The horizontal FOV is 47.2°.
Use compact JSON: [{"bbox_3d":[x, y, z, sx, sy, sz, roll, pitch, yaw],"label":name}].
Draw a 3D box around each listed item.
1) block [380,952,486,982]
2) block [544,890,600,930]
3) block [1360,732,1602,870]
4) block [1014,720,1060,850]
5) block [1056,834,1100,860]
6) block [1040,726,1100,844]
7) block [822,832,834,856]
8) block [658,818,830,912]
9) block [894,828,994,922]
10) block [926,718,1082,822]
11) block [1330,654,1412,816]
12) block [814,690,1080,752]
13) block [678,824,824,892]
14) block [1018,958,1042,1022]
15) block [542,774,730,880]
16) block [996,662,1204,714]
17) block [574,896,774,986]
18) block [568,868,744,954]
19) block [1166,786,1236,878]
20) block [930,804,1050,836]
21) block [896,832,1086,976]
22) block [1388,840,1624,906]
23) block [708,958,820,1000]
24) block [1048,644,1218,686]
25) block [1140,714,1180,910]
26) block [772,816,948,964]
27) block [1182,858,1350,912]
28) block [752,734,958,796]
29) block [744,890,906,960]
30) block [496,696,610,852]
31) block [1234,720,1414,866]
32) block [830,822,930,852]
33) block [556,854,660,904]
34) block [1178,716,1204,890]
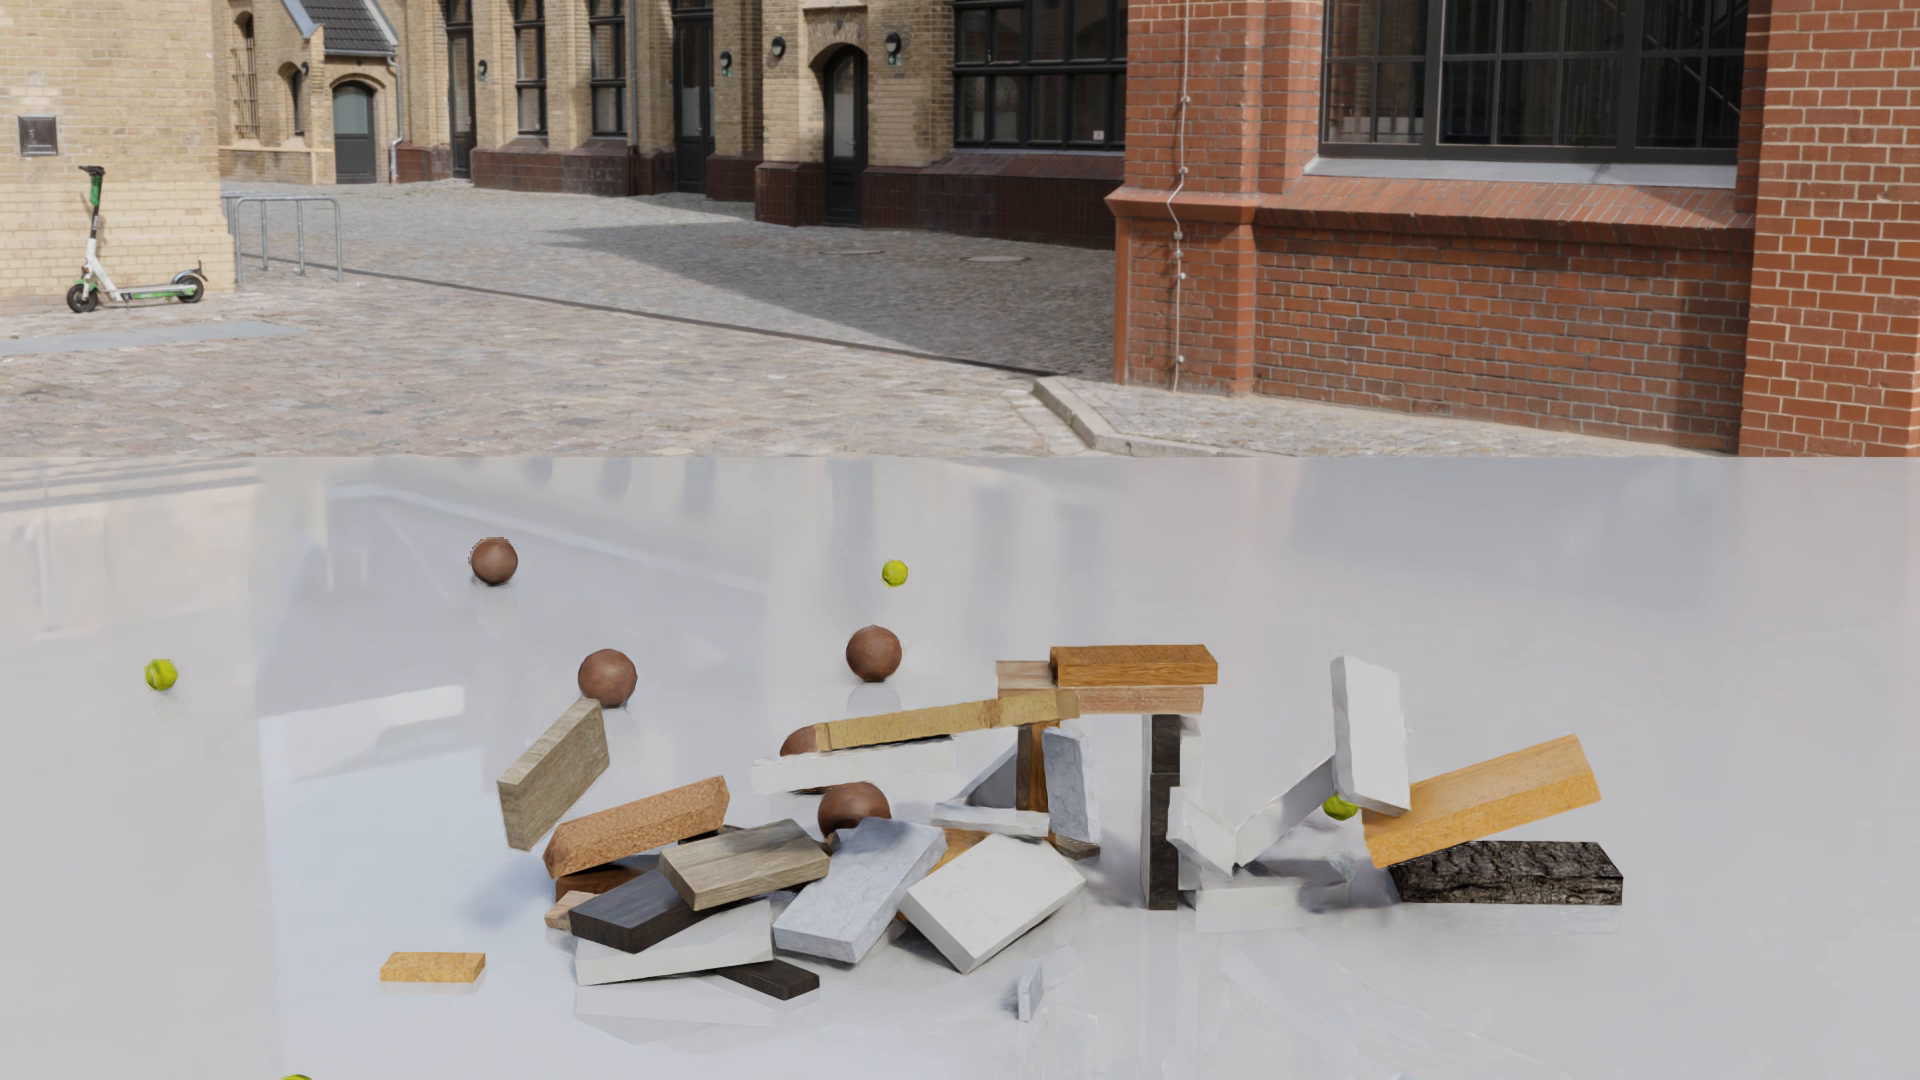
[{"bbox_3d":[-0.795,0.645,3.320,0.140,0.020,0.070,0,11,2],"label":"block"},{"bbox_3d":[-0.586,0.594,3.501,0.140,0.020,0.070,1,29,32],"label":"block"},{"bbox_3d":[0.810,0.408,3.447,0.356,0.050,0.178,-19,10,12],"label":"block"},{"bbox_3d":[0.126,0.427,3.643,0.047,0.329,0.165,1,10,-6],"label":"block"},{"bbox_3d":[0.193,0.541,3.891,0.054,0.015,0.107,-8,13,-36],"label":"block"},{"bbox_3d":[0.175,0.387,3.485,0.024,0.173,0.086,-18,18,-40],"label":"block"},{"bbox_3d":[-0.166,0.538,3.678,0.138,0.020,0.069,28,8,2],"label":"block"},{"bbox_3d":[-0.334,0.501,3.408,0.237,0.034,0.118,-10,32,-34],"label":"block"},{"bbox_3d":[-0.034,0.526,3.547,0.138,0.039,0.275,9,25,35],"label":"block"},{"bbox_3d":[0.082,0.430,3.896,0.024,0.086,0.392,6,34,46],"label":"block"},{"bbox_3d":[0.643,0.306,3.452,0.118,0.237,0.034,19,-34,-28],"label":"block"},{"bbox_3d":[-0.019,0.278,3.375,0.379,0.042,0.149,-9,-6,14],"label":"block"},{"bbox_3d":[-0.323,0.533,3.675,0.297,0.042,0.149,12,10,-8],"label":"block"},{"bbox_3d":[0.103,0.652,3.188,0.015,0.054,0.107,0,10,13],"label":"block"},{"bbox_3d":[-0.539,0.479,3.682,0.297,0.042,0.148,-17,13,4],"label":"block"},{"bbox_3d":[0.225,0.242,3.606,0.329,0.047,0.165,0,11,0],"label":"block"},{"bbox_3d":[-0.432,0.609,3.345,0.291,0.041,0.145,-7,14,-4],"label":"block"},{"bbox_3d":[-0.444,0.552,3.405,0.145,0.041,0.291,6,19,41],"label":"block"},{"bbox_3d":[0.379,0.459,3.448,0.024,0.086,0.173,-12,-34,32],"label":"block"},{"bbox_3d":[0.049,0.449,3.530,0.189,0.015,0.054,4,21,9],"label":"block"},{"bbox_3d":[0.052,0.552,3.436,0.149,0.042,0.299,42,38,19],"label":"block"},{"bbox_3d":[0.912,0.558,3.701,0.356,0.050,0.178,0,11,2],"label":"block"},{"bbox_3d":[-0.398,0.631,3.392,0.455,0.020,0.070,10,14,42],"label":"block"},{"bbox_3d":[0.280,0.204,3.586,0.257,0.036,0.129,0,11,-4],"label":"block"},{"bbox_3d":[0.331,0.427,3.642,0.047,0.329,0.165,0,11,0],"label":"block"},{"bbox_3d":[-0.153,0.541,3.433,0.145,0.041,0.291,5,32,30],"label":"block"},{"bbox_3d":[0.503,0.573,3.661,0.257,0.036,0.129,-2,11,-8],"label":"block"},{"bbox_3d":[-0.158,0.335,3.289,0.299,0.042,0.149,-7,-2,-3],"label":"block"},{"bbox_3d":[-0.239,0.605,3.481,0.275,0.039,0.138,4,11,21],"label":"block"},{"bbox_3d":[-0.603,0.347,3.275,0.034,0.118,0.237,8,30,21],"label":"block"},{"bbox_3d":[0.595,0.409,3.661,0.356,0.050,0.178,-39,-9,4],"label":"block"},{"bbox_3d":[-0.063,0.533,3.645,0.275,0.039,0.138,-1,39,-26],"label":"block"},{"bbox_3d":[-0.512,0.569,3.668,0.297,0.042,0.149,0,11,0],"label":"block"},{"bbox_3d":[0.373,0.431,3.619,0.036,0.257,0.129,0,10,0],"label":"block"}]
